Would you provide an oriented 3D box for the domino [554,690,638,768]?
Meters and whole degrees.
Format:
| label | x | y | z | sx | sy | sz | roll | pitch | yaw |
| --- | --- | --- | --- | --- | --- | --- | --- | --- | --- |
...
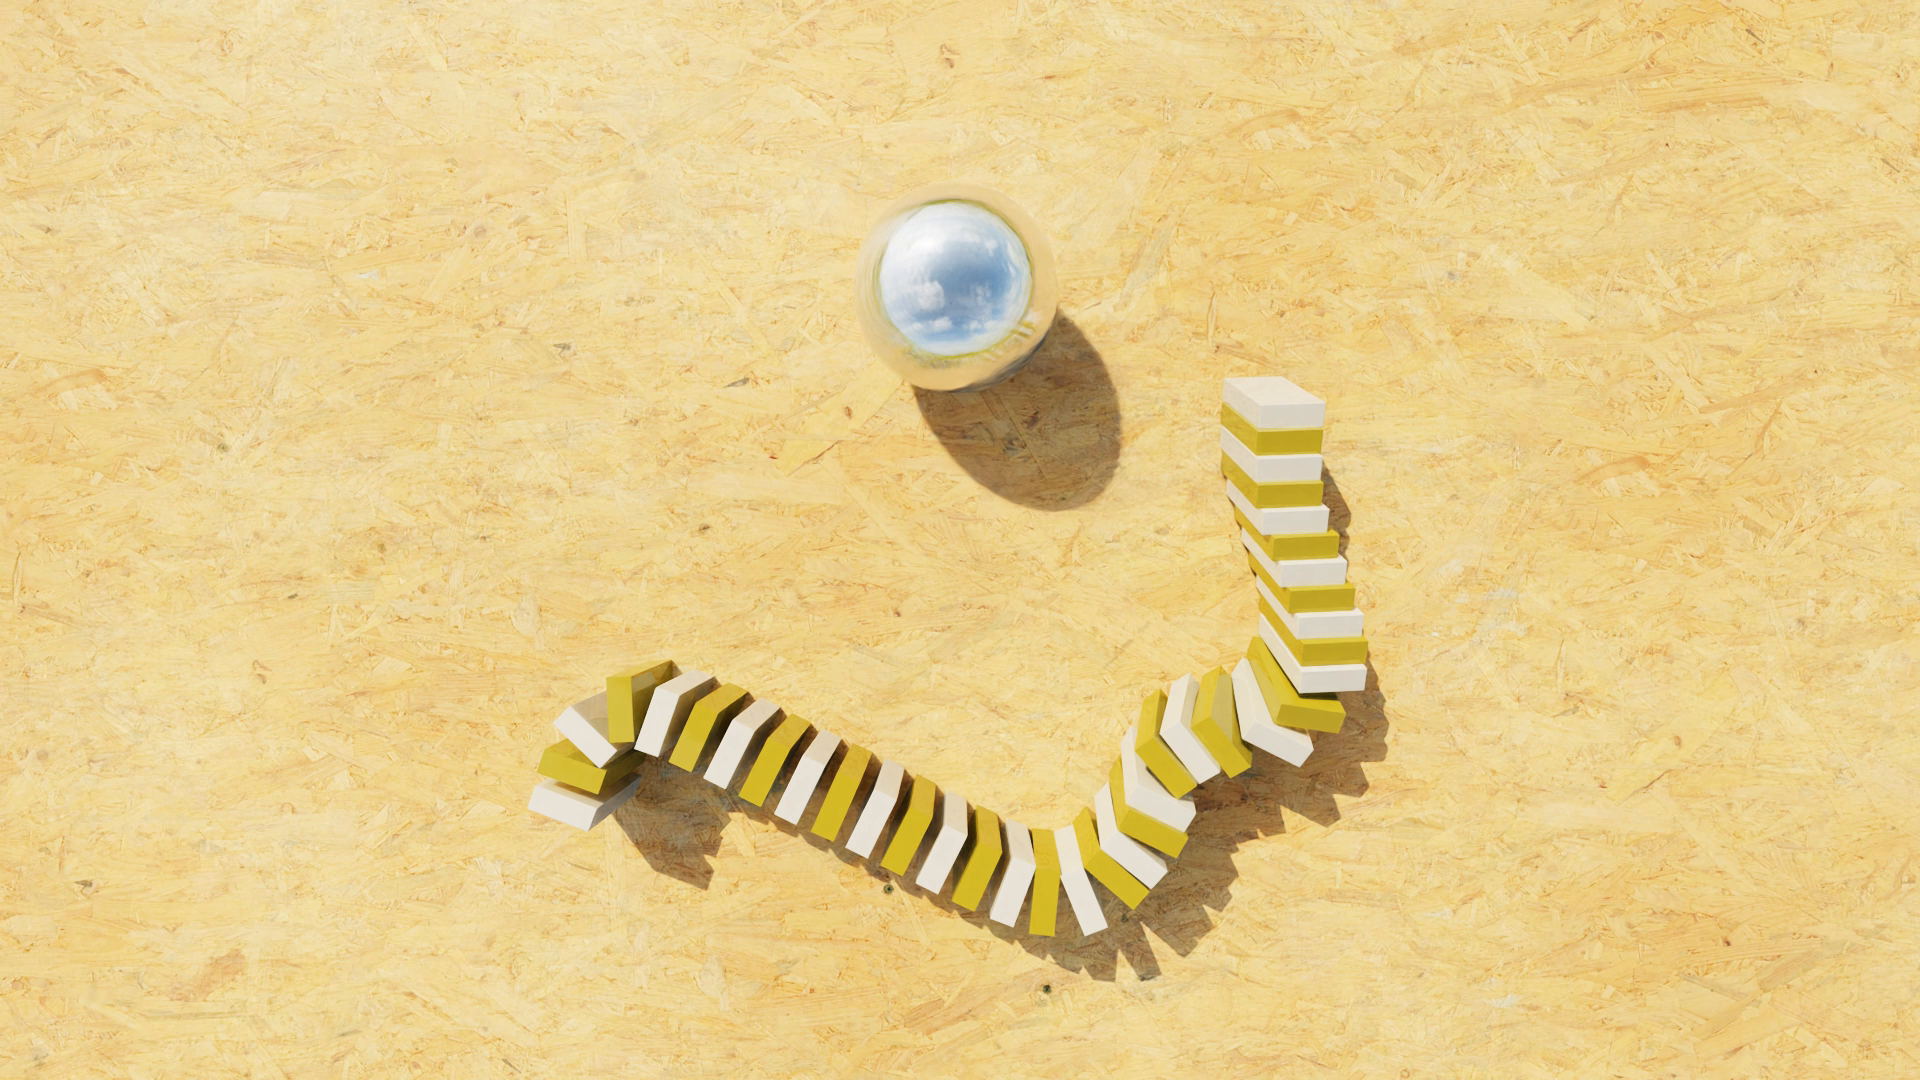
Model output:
| label | x | y | z | sx | sy | sz | roll | pitch | yaw |
| --- | --- | --- | --- | --- | --- | --- | --- | --- | --- |
| domino | -0.143 | 0.075 | 0.375 | 0.025 | 0.050 | 0.009 | 44 | 90 | 0 |

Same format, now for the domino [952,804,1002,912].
| label | x | y | z | sx | sy | sz | roll | pitch | yaw |
| --- | --- | --- | --- | --- | --- | --- | --- | --- | --- |
| domino | 0.007 | 0.129 | 0.375 | 0.010 | 0.050 | 0.025 | 25 | 90 | 0 |

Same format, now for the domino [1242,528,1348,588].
| label | x | y | z | sx | sy | sz | roll | pitch | yaw |
| --- | --- | --- | --- | --- | --- | --- | --- | --- | --- |
| domino | 0.135 | 0.004 | 0.375 | 0.025 | 0.050 | 0.009 | -3 | 111 | 0 |

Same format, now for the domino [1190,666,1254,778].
| label | x | y | z | sx | sy | sz | roll | pitch | yaw |
| --- | --- | --- | --- | --- | --- | --- | --- | --- | --- |
| domino | 0.109 | 0.073 | 0.375 | 0.010 | 0.050 | 0.025 | -39 | 90 | 25 |

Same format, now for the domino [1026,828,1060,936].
| label | x | y | z | sx | sy | sz | roll | pitch | yaw |
| --- | --- | --- | --- | --- | --- | --- | --- | --- | --- |
| domino | 0.034 | 0.139 | 0.375 | 0.009 | 0.050 | 0.025 | 6 | 90 | 3 |

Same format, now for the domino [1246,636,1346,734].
| label | x | y | z | sx | sy | sz | roll | pitch | yaw |
| --- | --- | --- | --- | --- | --- | --- | --- | --- | --- |
| domino | 0.136 | 0.058 | 0.375 | 0.025 | 0.050 | 0.010 | 9 | 115 | 0 |

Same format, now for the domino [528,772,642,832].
| label | x | y | z | sx | sy | sz | roll | pitch | yaw |
| --- | --- | --- | --- | --- | --- | --- | --- | --- | --- |
| domino | -0.152 | 0.103 | 0.375 | 0.025 | 0.050 | 0.009 | 21 | 90 | 0 |

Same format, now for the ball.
| label | x | y | z | sx | sy | sz | roll | pitch | yaw |
| --- | --- | --- | --- | --- | --- | --- | --- | --- | --- |
| ball | -0.001 | -0.098 | 0.360 | 0.080 | 0.080 | 0.080 | 0 | 90 | 0 |

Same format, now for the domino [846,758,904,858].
| label | x | y | z | sx | sy | sz | roll | pitch | yaw |
| --- | --- | --- | --- | --- | --- | --- | --- | --- | --- |
| domino | -0.034 | 0.108 | 0.375 | 0.009 | 0.050 | 0.025 | 26 | 90 | 0 |

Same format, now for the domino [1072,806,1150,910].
| label | x | y | z | sx | sy | sz | roll | pitch | yaw |
| --- | --- | --- | --- | --- | --- | --- | --- | --- | --- |
| domino | 0.061 | 0.129 | 0.375 | 0.025 | 0.050 | 0.010 | 41 | 93 | 0 |

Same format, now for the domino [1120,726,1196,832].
| label | x | y | z | sx | sy | sz | roll | pitch | yaw |
| --- | --- | --- | --- | --- | --- | --- | --- | --- | --- |
| domino | 0.080 | 0.096 | 0.375 | 0.025 | 0.050 | 0.009 | 26 | 107 | 0 |

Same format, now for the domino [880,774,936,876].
| label | x | y | z | sx | sy | sz | roll | pitch | yaw |
| --- | --- | --- | --- | --- | --- | --- | --- | --- | --- |
| domino | -0.020 | 0.115 | 0.375 | 0.009 | 0.050 | 0.025 | 27 | 90 | 0 |

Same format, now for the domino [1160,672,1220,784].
| label | x | y | z | sx | sy | sz | roll | pitch | yaw |
| --- | --- | --- | --- | --- | --- | --- | --- | --- | --- |
| domino | 0.096 | 0.076 | 0.375 | 0.010 | 0.050 | 0.025 | -38 | 90 | 23 |

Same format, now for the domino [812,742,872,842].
| label | x | y | z | sx | sy | sz | roll | pitch | yaw |
| --- | --- | --- | --- | --- | --- | --- | --- | --- | --- |
| domino | -0.048 | 0.102 | 0.375 | 0.010 | 0.050 | 0.025 | 24 | 90 | 0 |

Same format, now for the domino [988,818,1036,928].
| label | x | y | z | sx | sy | sz | roll | pitch | yaw |
| --- | --- | --- | --- | --- | --- | --- | --- | --- | --- |
| domino | 0.020 | 0.135 | 0.375 | 0.010 | 0.050 | 0.025 | 21 | 90 | 0 |

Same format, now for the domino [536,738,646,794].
| label | x | y | z | sx | sy | sz | roll | pitch | yaw |
| --- | --- | --- | --- | --- | --- | --- | --- | --- | --- |
| domino | -0.148 | 0.089 | 0.375 | 0.025 | 0.050 | 0.010 | 19 | 90 | 0 |

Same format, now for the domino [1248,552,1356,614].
| label | x | y | z | sx | sy | sz | roll | pitch | yaw |
| --- | --- | --- | --- | --- | --- | --- | --- | --- | --- |
| domino | 0.139 | 0.014 | 0.375 | 0.025 | 0.050 | 0.009 | -3 | 111 | 0 |

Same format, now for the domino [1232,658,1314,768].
| label | x | y | z | sx | sy | sz | roll | pitch | yaw |
| --- | --- | --- | --- | --- | --- | --- | --- | --- | --- |
| domino | 0.127 | 0.069 | 0.375 | 0.025 | 0.050 | 0.010 | 26 | 114 | 0 |

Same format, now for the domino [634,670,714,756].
| label | x | y | z | sx | sy | sz | roll | pitch | yaw |
| --- | --- | --- | --- | --- | --- | --- | --- | --- | --- |
| domino | -0.116 | 0.070 | 0.375 | 0.009 | 0.050 | 0.025 | 19 | 90 | 0 |

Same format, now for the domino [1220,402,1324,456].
| label | x | y | z | sx | sy | sz | roll | pitch | yaw |
| --- | --- | --- | --- | --- | --- | --- | --- | --- | --- |
| domino | 0.126 | -0.047 | 0.375 | 0.025 | 0.050 | 0.010 | -2 | 112 | 0 |

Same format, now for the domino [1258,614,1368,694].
| label | x | y | z | sx | sy | sz | roll | pitch | yaw |
| --- | --- | --- | --- | --- | --- | --- | --- | --- | --- |
| domino | 0.143 | 0.045 | 0.375 | 0.025 | 0.050 | 0.009 | -3 | 112 | 0 |

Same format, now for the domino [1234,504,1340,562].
| label | x | y | z | sx | sy | sz | roll | pitch | yaw |
| --- | --- | --- | --- | --- | --- | --- | --- | --- | --- |
| domino | 0.132 | -0.006 | 0.375 | 0.025 | 0.050 | 0.009 | -3 | 111 | 0 |

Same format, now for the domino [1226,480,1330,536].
| label | x | y | z | sx | sy | sz | roll | pitch | yaw |
| --- | --- | --- | --- | --- | --- | --- | --- | --- | --- |
| domino | 0.129 | -0.016 | 0.375 | 0.025 | 0.050 | 0.009 | -2 | 111 | 1 |

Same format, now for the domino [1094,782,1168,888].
| label | x | y | z | sx | sy | sz | roll | pitch | yaw |
| --- | --- | --- | --- | --- | --- | --- | --- | --- | --- |
| domino | 0.069 | 0.119 | 0.375 | 0.025 | 0.050 | 0.010 | 39 | 99 | 0 |

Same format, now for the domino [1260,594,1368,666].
| label | x | y | z | sx | sy | sz | roll | pitch | yaw |
| --- | --- | --- | --- | --- | --- | --- | --- | --- | --- |
| domino | 0.143 | 0.035 | 0.375 | 0.025 | 0.050 | 0.010 | -3 | 111 | 0 |

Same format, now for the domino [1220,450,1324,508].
| label | x | y | z | sx | sy | sz | roll | pitch | yaw |
| --- | --- | --- | --- | --- | --- | --- | --- | --- | --- |
| domino | 0.126 | -0.026 | 0.375 | 0.025 | 0.050 | 0.009 | -2 | 112 | 0 |

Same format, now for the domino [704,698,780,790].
| label | x | y | z | sx | sy | sz | roll | pitch | yaw |
| --- | --- | --- | --- | --- | --- | --- | --- | --- | --- |
| domino | -0.088 | 0.082 | 0.375 | 0.009 | 0.050 | 0.025 | 27 | 90 | 0 |

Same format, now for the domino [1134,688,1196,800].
| label | x | y | z | sx | sy | sz | roll | pitch | yaw |
| --- | --- | --- | --- | --- | --- | --- | --- | --- | --- |
| domino | 0.085 | 0.082 | 0.375 | 0.010 | 0.050 | 0.025 | -41 | 90 | 20 |

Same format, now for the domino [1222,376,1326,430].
| label | x | y | z | sx | sy | sz | roll | pitch | yaw |
| --- | --- | --- | --- | --- | --- | --- | --- | --- | --- |
| domino | 0.127 | -0.057 | 0.375 | 0.025 | 0.050 | 0.009 | -2 | 112 | 0 |

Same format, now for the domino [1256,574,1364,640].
| label | x | y | z | sx | sy | sz | roll | pitch | yaw |
| --- | --- | --- | --- | --- | --- | --- | --- | --- | --- |
| domino | 0.142 | 0.024 | 0.375 | 0.025 | 0.050 | 0.009 | -3 | 111 | 0 |

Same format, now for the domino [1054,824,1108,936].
| label | x | y | z | sx | sy | sz | roll | pitch | yaw |
| --- | --- | --- | --- | --- | --- | --- | --- | --- | --- |
| domino | 0.049 | 0.138 | 0.375 | 0.009 | 0.050 | 0.025 | -22 | 90 | 3 |

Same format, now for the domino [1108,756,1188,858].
| label | x | y | z | sx | sy | sz | roll | pitch | yaw |
| --- | --- | --- | --- | --- | --- | --- | --- | --- | --- |
| domino | 0.076 | 0.108 | 0.375 | 0.025 | 0.050 | 0.010 | 26 | 101 | 0 |

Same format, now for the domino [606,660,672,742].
| label | x | y | z | sx | sy | sz | roll | pitch | yaw |
| --- | --- | --- | --- | --- | --- | --- | --- | --- | --- |
| domino | -0.130 | 0.065 | 0.375 | 0.010 | 0.050 | 0.025 | -3 | 90 | 0 |

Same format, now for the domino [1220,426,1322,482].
| label | x | y | z | sx | sy | sz | roll | pitch | yaw |
| --- | --- | --- | --- | --- | --- | --- | --- | --- | --- |
| domino | 0.126 | -0.036 | 0.375 | 0.025 | 0.050 | 0.010 | -2 | 112 | 0 |

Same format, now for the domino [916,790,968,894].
| label | x | y | z | sx | sy | sz | roll | pitch | yaw |
| --- | --- | --- | --- | --- | --- | --- | --- | --- | --- |
| domino | -0.007 | 0.122 | 0.375 | 0.009 | 0.050 | 0.025 | 27 | 90 | 0 |

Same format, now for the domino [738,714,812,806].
| label | x | y | z | sx | sy | sz | roll | pitch | yaw |
| --- | --- | --- | --- | --- | --- | --- | --- | --- | --- |
| domino | -0.075 | 0.089 | 0.375 | 0.009 | 0.050 | 0.025 | 27 | 90 | 0 |

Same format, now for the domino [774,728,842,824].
| label | x | y | z | sx | sy | sz | roll | pitch | yaw |
| --- | --- | --- | --- | --- | --- | --- | --- | --- | --- |
| domino | -0.061 | 0.096 | 0.375 | 0.009 | 0.050 | 0.025 | 26 | 90 | 0 |

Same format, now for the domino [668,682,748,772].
| label | x | y | z | sx | sy | sz | roll | pitch | yaw |
| --- | --- | --- | --- | --- | --- | --- | --- | --- | --- |
| domino | -0.102 | 0.075 | 0.375 | 0.010 | 0.050 | 0.025 | 25 | 90 | 0 |
